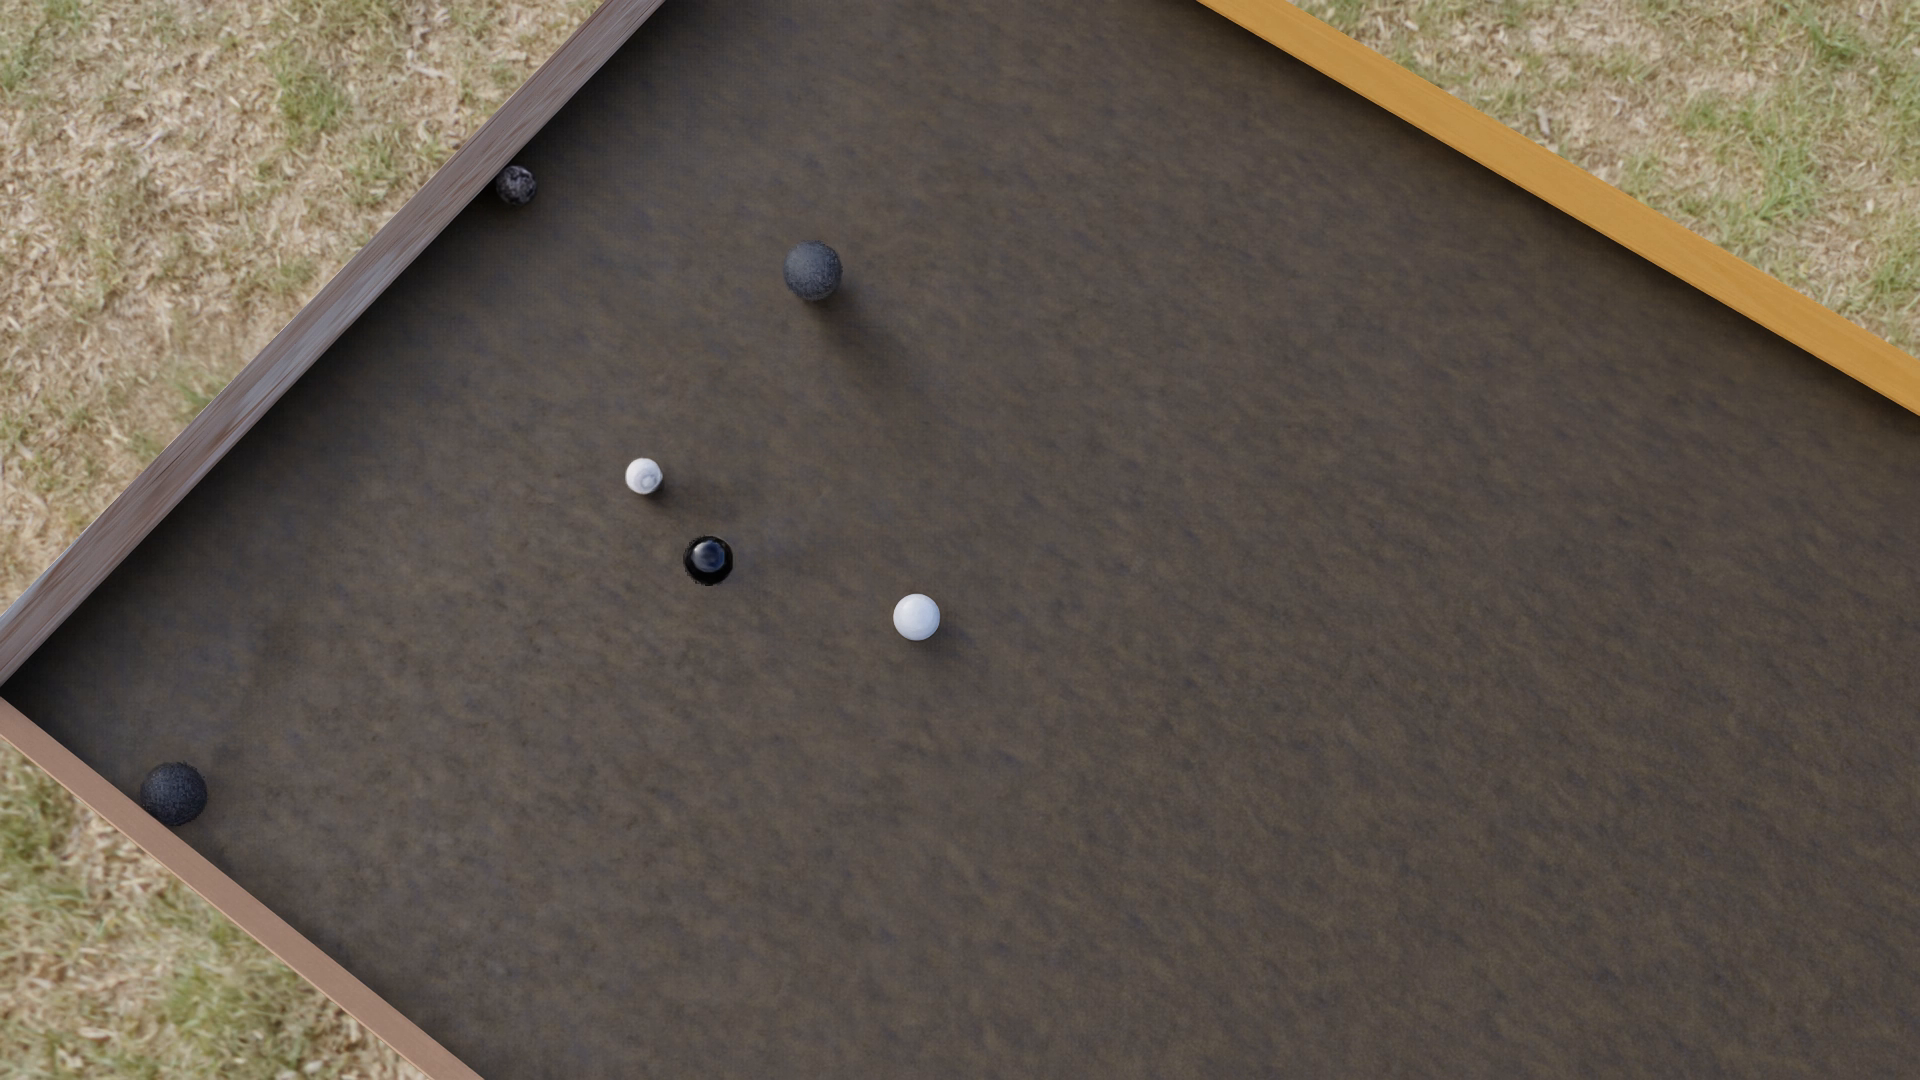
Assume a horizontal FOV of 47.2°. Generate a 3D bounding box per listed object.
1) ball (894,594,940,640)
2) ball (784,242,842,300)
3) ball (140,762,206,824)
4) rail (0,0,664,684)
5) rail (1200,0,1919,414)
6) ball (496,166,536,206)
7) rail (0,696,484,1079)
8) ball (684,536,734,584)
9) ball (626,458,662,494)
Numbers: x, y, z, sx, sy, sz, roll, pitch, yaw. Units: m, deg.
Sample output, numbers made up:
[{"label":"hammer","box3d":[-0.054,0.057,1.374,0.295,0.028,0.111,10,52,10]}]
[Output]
[{"label":"ball","box3d":[-0.069,0.122,3.488,0.075,0.075,0.075,0,66,0]},{"label":"ball","box3d":[-0.250,-0.457,3.735,0.099,0.099,0.099,0,66,0]},{"label":"ball","box3d":[-1.201,0.386,3.358,0.095,0.095,0.095,0,66,0]},{"label":"rail","box3d":[-0.865,-0.588,3.777,0.045,0.129,2.294,34,70,14]},{"label":"rail","box3d":[1.547,-0.249,3.624,4.380,0.129,0.045,34,70,14]},{"label":"ball","box3d":[-0.772,-0.616,3.824,0.069,0.069,0.069,0,66,0]},{"label":"rail","box3d":[0.221,1.405,2.881,4.380,0.129,0.045,34,70,14]},{"label":"ball","box3d":[-0.402,0.032,3.527,0.078,0.078,0.078,0,66,0]},{"label":"ball","box3d":[-0.517,-0.104,3.599,0.059,0.059,0.059,0,66,0]}]
